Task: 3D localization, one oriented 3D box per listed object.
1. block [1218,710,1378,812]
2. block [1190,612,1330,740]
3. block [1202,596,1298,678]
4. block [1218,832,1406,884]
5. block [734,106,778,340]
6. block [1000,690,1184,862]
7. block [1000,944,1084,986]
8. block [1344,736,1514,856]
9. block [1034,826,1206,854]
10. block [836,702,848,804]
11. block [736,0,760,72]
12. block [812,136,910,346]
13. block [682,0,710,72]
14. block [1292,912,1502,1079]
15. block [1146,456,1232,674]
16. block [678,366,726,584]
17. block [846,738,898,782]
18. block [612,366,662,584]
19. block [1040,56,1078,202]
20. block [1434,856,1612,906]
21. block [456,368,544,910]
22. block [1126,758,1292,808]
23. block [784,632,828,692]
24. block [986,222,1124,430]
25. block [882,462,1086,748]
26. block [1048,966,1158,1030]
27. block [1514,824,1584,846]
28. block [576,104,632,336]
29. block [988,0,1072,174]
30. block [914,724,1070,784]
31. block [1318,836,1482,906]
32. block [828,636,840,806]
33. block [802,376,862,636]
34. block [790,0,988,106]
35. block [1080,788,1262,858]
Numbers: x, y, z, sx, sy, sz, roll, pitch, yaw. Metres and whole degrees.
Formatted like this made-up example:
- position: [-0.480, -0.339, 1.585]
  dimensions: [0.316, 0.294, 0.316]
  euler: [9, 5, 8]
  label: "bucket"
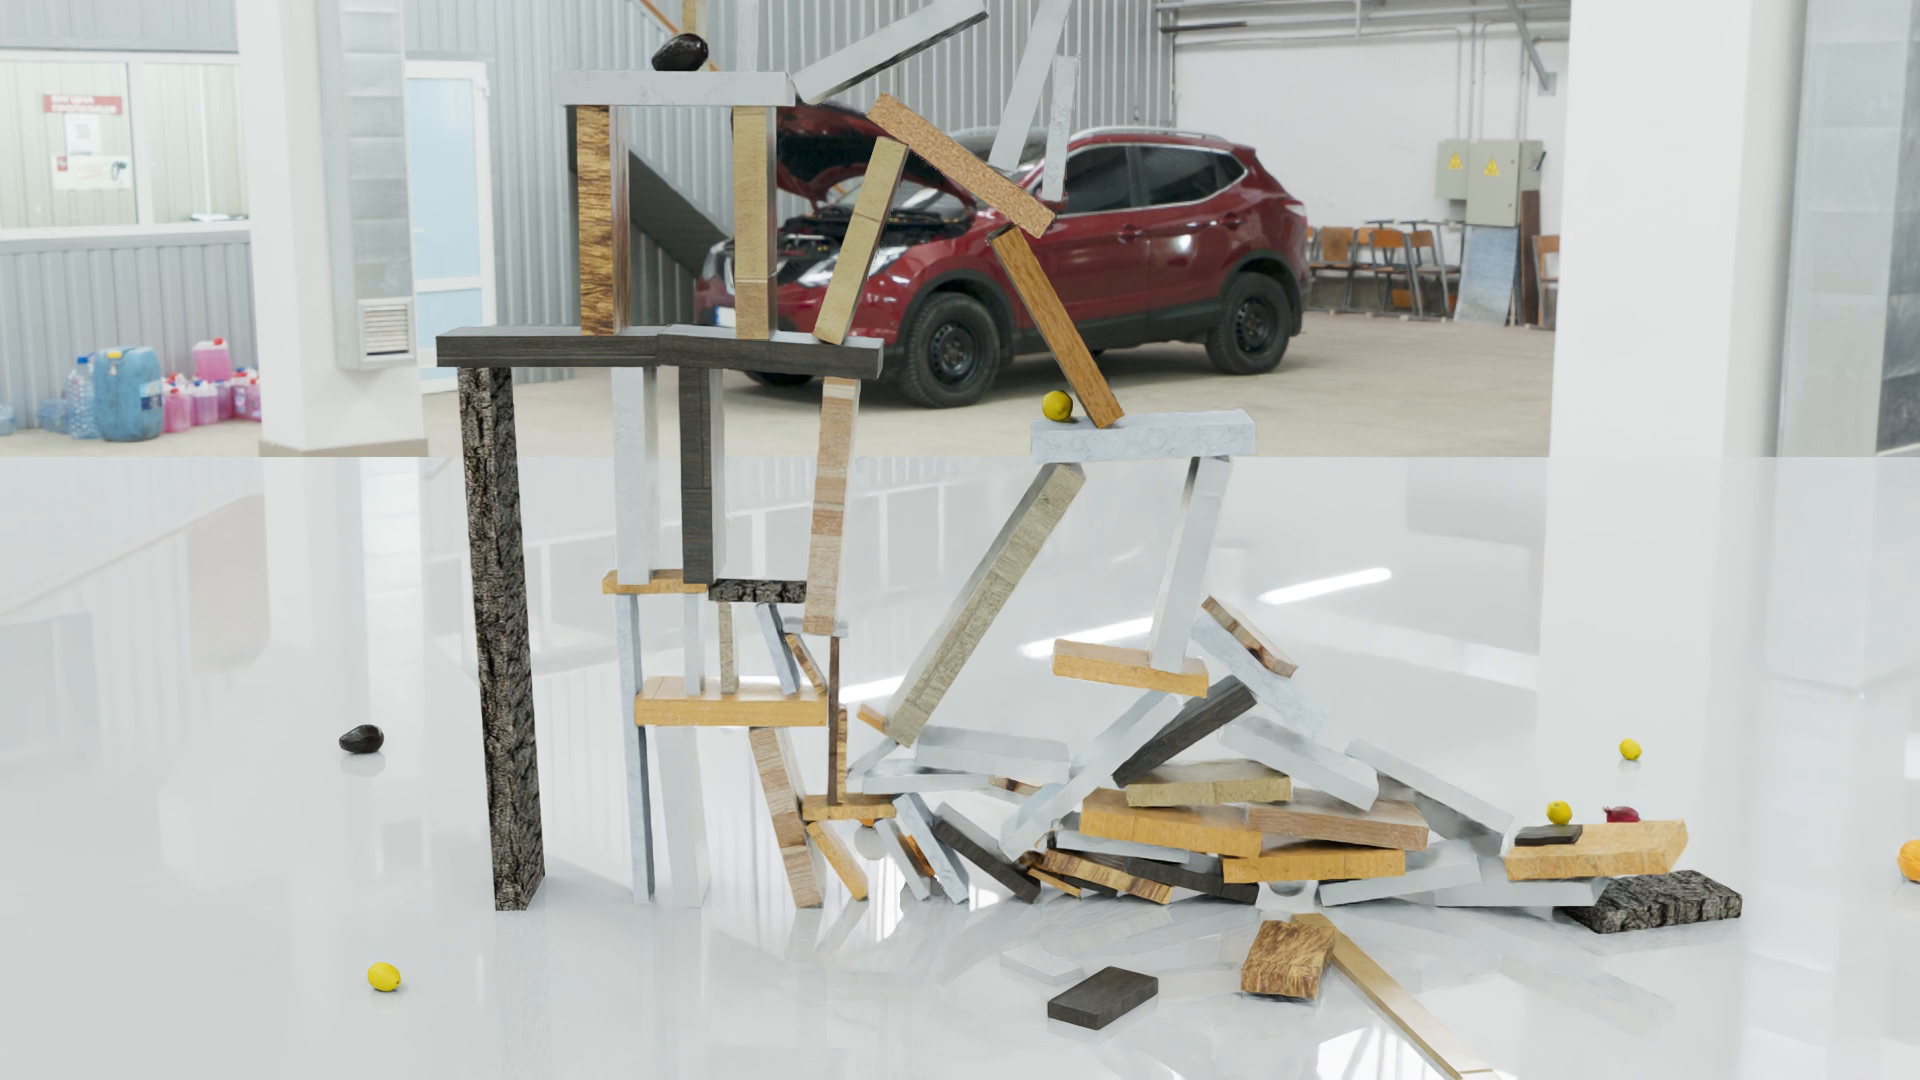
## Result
- position: [0.558, 0.356, 3.629]
  dimensions: [0.266, 0.038, 0.133]
  euler: [25, 13, 3]
  label: "block"
- position: [0.492, 0.221, 3.621]
  dimensions: [0.265, 0.037, 0.132]
  euler: [41, 10, 9]
  label: "block"
- position: [0.482, 0.161, 3.663]
  dimensions: [0.169, 0.024, 0.085]
  euler: [46, 14, 31]
  label: "block"
- position: [0.578, 0.519, 3.638]
  dimensions: [0.293, 0.041, 0.146]
  euler: [-3, 9, 3]
  label: "block"
- position: [-0.322, -0.503, 3.469]
  dimensions: [0.050, 0.356, 0.176]
  euler: [0, 11, 0]
  label: "block"
- position: [0.215, 0.376, 3.625]
  dimensions: [0.378, 0.035, 0.125]
  euler: [-43, 5, 8]
  label: "block"
- position: [0.123, 0.644, 3.331]
  dimensions: [0.060, 0.017, 0.121]
  euler: [-9, 14, -39]
  label: "block"
- position: [0.789, 0.441, 3.726]
  dimensions: [0.295, 0.037, 0.132]
  euler: [27, -23, 21]
  label: "block"
- position: [0.290, 0.525, 3.932]
  dimensions: [0.303, 0.031, 0.110]
  euler: [2, 11, 8]
  label: "block"
- position: [-0.194, 0.349, 3.621]
  dimensions: [0.014, 0.159, 0.049]
  euler: [1, 11, 0]
  label: "block"
- position: [-0.328, -0.801, 3.406]
  dimensions: [0.021, 0.151, 0.076]
  euler: [4, 11, 2]
  label: "block"
- position: [-0.154, -0.475, 3.472]
  dimensions: [0.046, 0.324, 0.162]
  euler: [19, 10, -2]
  label: "block"
- position: [-0.414, -0.806, 3.435]
  dimensions: [0.021, 0.151, 0.076]
  euler: [1, 10, 7]
  label: "block"
- position: [0.631, 0.669, 3.205]
  dimensions: [0.050, 0.014, 0.690]
  euler: [-2, 11, -12]
  label: "block"
- position: [0.370, 0.027, 3.567]
  dimensions: [0.049, 0.349, 0.175]
  euler: [13, 10, 1]
  label: "block"
- position: [-0.414, -0.115, 3.542]
  dimensions: [0.049, 0.343, 0.171]
  euler: [0, 10, 1]
  label: "block"
- position: [-0.144, 0.358, 3.623]
  dimensions: [0.099, 0.014, 0.050]
  euler: [-38, 8, 6]
  label: "block"
- position: [-0.520, -0.115, 3.544]
  dimensions: [0.049, 0.346, 0.173]
  euler: [0, 11, -1]
  label: "block"
- position: [0.154, -0.641, 3.439]
  dimensions: [0.031, 0.220, 0.110]
  euler: [7, 9, 1]
  label: "block"
- position: [0.920, 0.557, 3.595]
  dimensions: [0.259, 0.037, 0.130]
  euler: [-6, 10, 31]
  label: "block"
- position: [-0.747, 0.153, 3.592]
  dimensions: [0.049, 0.887, 0.173]
  euler: [-2, 11, 0]
  label: "block"
- position: [0.416, 0.400, 3.649]
  dimensions: [0.266, 0.038, 0.133]
  euler: [-4, 10, 10]
  label: "block"
- position: [-0.252, 0.196, 3.594]
  dimensions: [0.015, 0.107, 0.054]
  euler: [-29, 9, 5]
  label: "block"
- position: [0.149, -0.343, 3.491]
  dimensions: [0.046, 0.339, 0.162]
  euler: [-30, 11, 3]
  label: "block"
- position: [0.037, 0.092, 3.582]
  dimensions: [0.049, 0.522, 0.175]
  euler: [32, 9, -6]
  label: "block"
- position: [0.209, 0.665, 3.199]
  dimensions: [0.085, 0.024, 0.169]
  euler: [7, 13, 35]
  label: "block"
- position: [0.956, 0.479, 3.571]
  dimensions: [0.099, 0.014, 0.050]
  euler: [-8, 13, 36]
  label: "block"
- position: [-0.563, -0.509, 3.485]
  dimensions: [0.050, 0.353, 0.176]
  euler: [1, 11, 1]
  label: "block"
- position: [0.120, -0.744, 3.421]
  dimensions: [0.044, 0.346, 0.155]
  euler: [18, 9, -1]
  label: "block"
- position: [0.053, 0.352, 3.623]
  dimensions: [0.250, 0.035, 0.125]
  euler: [7, 10, -1]
  label: "block"
- position: [0.724, 0.549, 3.648]
  dimensions: [0.259, 0.037, 0.130]
  euler: [-10, 9, 8]
  label: "block"
- position: [-0.207, 0.292, 3.611]
  dimensions: [0.015, 0.284, 0.054]
  euler: [1, 11, 0]
  label: "block"
- position: [-0.206, -0.067, 3.548]
  dimensions: [0.049, 0.412, 0.171]
  euler: [6, 10, 0]
  label: "block"
- position: [-0.107, -0.767, 3.415]
  dimensions: [0.311, 0.044, 0.155]
  euler: [-26, 7, 6]
  label: "block"
- position: [0.346, 0.465, 3.634]
  dimensions: [0.293, 0.041, 0.146]
  euler: [8, 10, 3]
  label: "block"
